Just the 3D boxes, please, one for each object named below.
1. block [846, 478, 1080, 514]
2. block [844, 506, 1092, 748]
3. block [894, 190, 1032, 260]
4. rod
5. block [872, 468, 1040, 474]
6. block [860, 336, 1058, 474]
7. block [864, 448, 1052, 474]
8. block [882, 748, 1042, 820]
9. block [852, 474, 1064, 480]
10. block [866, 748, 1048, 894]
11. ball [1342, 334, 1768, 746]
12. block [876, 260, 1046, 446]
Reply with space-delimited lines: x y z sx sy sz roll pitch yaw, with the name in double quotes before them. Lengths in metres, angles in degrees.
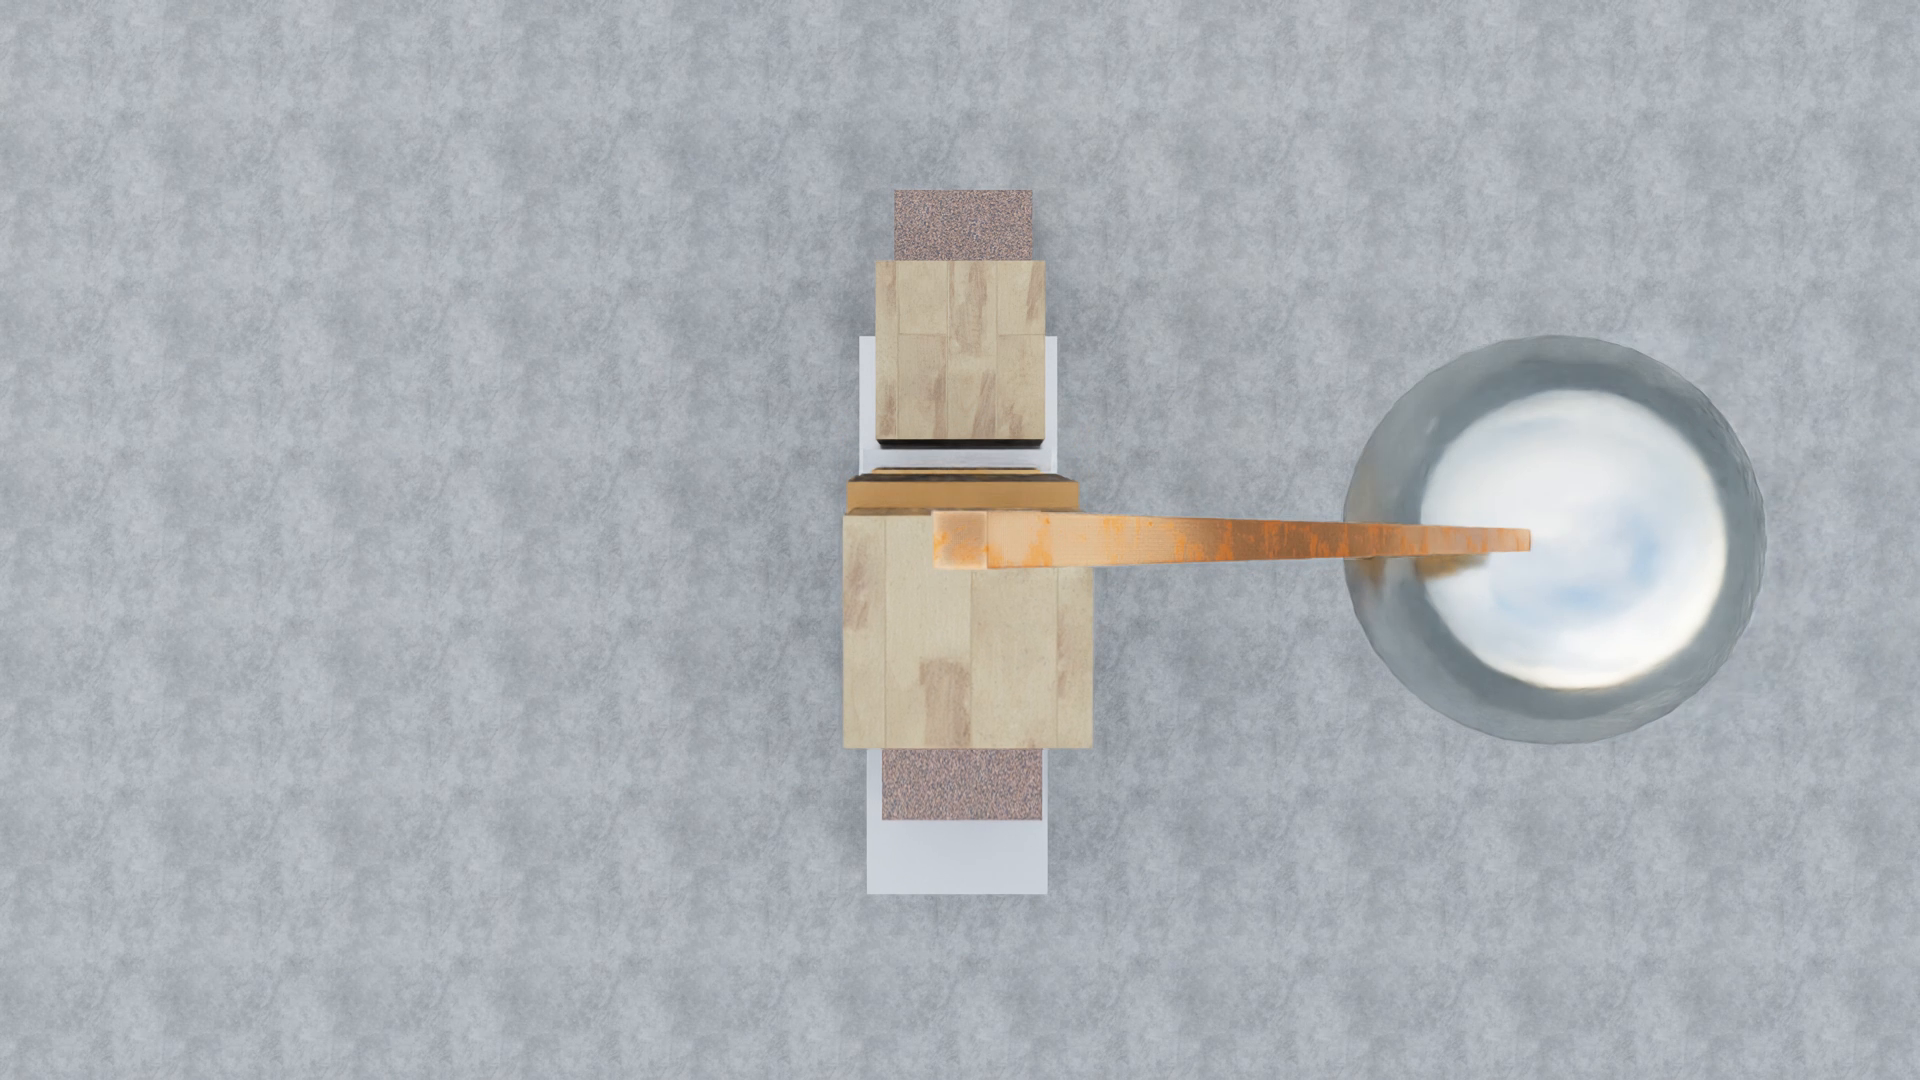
"block" 0.007 0.207 7.681 0.760 0.951 0.838 0 93 0
"block" 0.023 0.249 6.799 0.724 0.816 0.676 0 93 0
"block" 0.019 -1.522 12.553 0.760 0.894 0.810 0 90 0
"rod" 0.994 0.000 5.431 0.080 5.200 0.080 0 90 22
"block" -0.019 0.063 10.667 0.794 0.739 0.813 0 93 0
"block" -0.009 -0.601 12.474 1.074 1.052 1.011 0 90 0
"block" -0.012 0.024 11.495 0.945 0.918 1.000 0 93 0
"block" 0.011 0.985 11.596 0.821 0.738 0.895 0 90 0
"block" -0.001 0.132 9.257 0.867 0.793 0.801 0 93 0
"block" -0.016 1.361 12.483 0.983 1.035 1.133 0 90 0
"ball" 2.295 0.000 8.572 1.600 1.600 1.600 0 90 0
"block" 0.002 -0.957 11.511 0.855 0.876 0.898 0 90 0
